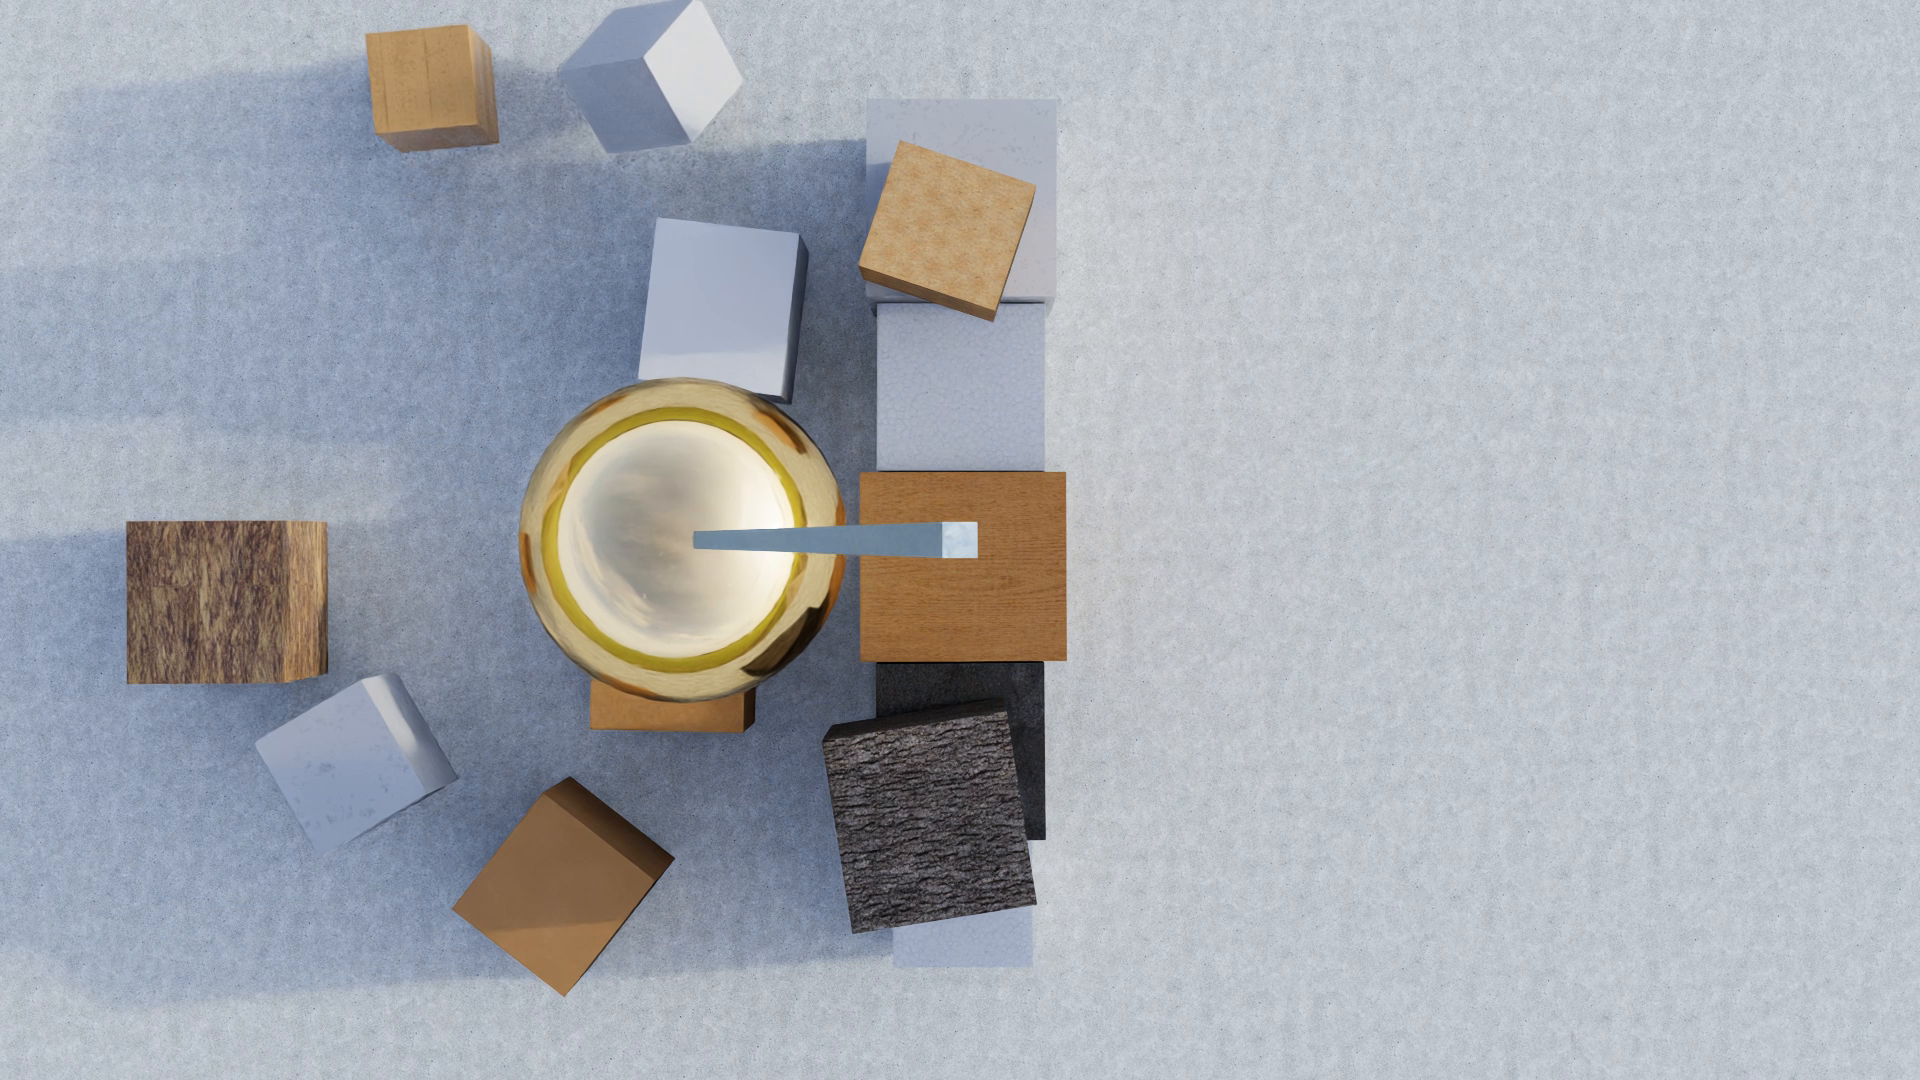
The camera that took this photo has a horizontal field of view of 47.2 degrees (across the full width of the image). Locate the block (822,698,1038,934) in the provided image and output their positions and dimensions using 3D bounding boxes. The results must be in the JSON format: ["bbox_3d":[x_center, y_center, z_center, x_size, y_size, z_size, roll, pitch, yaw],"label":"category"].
[{"bbox_3d":[-0.154,1.423,11.538,0.945,0.908,0.987,-9,90,0],"label":"block"}]

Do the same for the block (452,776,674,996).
[{"bbox_3d":[-2.245,1.960,12.571,0.791,0.857,0.817,38,90,0],"label":"block"}]

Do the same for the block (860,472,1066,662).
[{"bbox_3d":[0.018,0.146,12.497,1.126,1.007,1.033,0,90,0],"label":"block"}]

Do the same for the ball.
[{"bbox_3d":[-1.347,0.000,10.748,1.600,1.600,1.600,0,90,0],"label":"ball"}]

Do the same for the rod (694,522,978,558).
[{"bbox_3d":[-0.584,0.000,7.434,0.080,5.200,0.080,0,90,-13],"label":"rod"}]

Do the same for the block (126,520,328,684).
[{"bbox_3d":[-4.161,0.343,12.550,0.849,0.900,0.896,0,90,0],"label":"block"}]

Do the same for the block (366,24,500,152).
[{"bbox_3d":[-3.035,-2.598,12.696,0.579,0.607,0.566,-6,90,0],"label":"block"}]

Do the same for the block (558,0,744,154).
[{"bbox_3d":[-1.747,-2.631,12.472,0.646,0.612,0.570,0,134,35],"label":"block"}]

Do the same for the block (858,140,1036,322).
[{"bbox_3d":[-0.065,-1.612,11.567,0.739,0.619,0.676,18,90,0],"label":"block"}]

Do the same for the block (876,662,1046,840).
[{"bbox_3d":[0.005,1.157,12.496,0.920,1.007,0.968,0,90,0],"label":"block"}]

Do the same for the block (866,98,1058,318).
[{"bbox_3d":[0.008,-1.849,12.438,1.029,1.124,1.066,0,90,0],"label":"block"}]

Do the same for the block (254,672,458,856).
[{"bbox_3d":[-3.446,1.269,12.614,0.692,0.772,0.735,-30,90,0],"label":"block"}]

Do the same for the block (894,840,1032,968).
[{"bbox_3d":[0.015,2.016,12.630,0.777,0.740,0.731,0,90,0],"label":"block"}]

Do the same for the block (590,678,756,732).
[{"bbox_3d":[-1.630,0.653,12.642,0.857,0.716,0.829,1,90,0],"label":"block"}]

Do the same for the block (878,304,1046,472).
[{"bbox_3d":[0.007,-0.845,12.569,0.928,0.862,0.923,0,90,0],"label":"block"}]

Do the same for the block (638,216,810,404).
[{"bbox_3d":[-1.336,-1.294,12.588,0.794,0.824,0.904,7,90,0],"label":"block"}]
